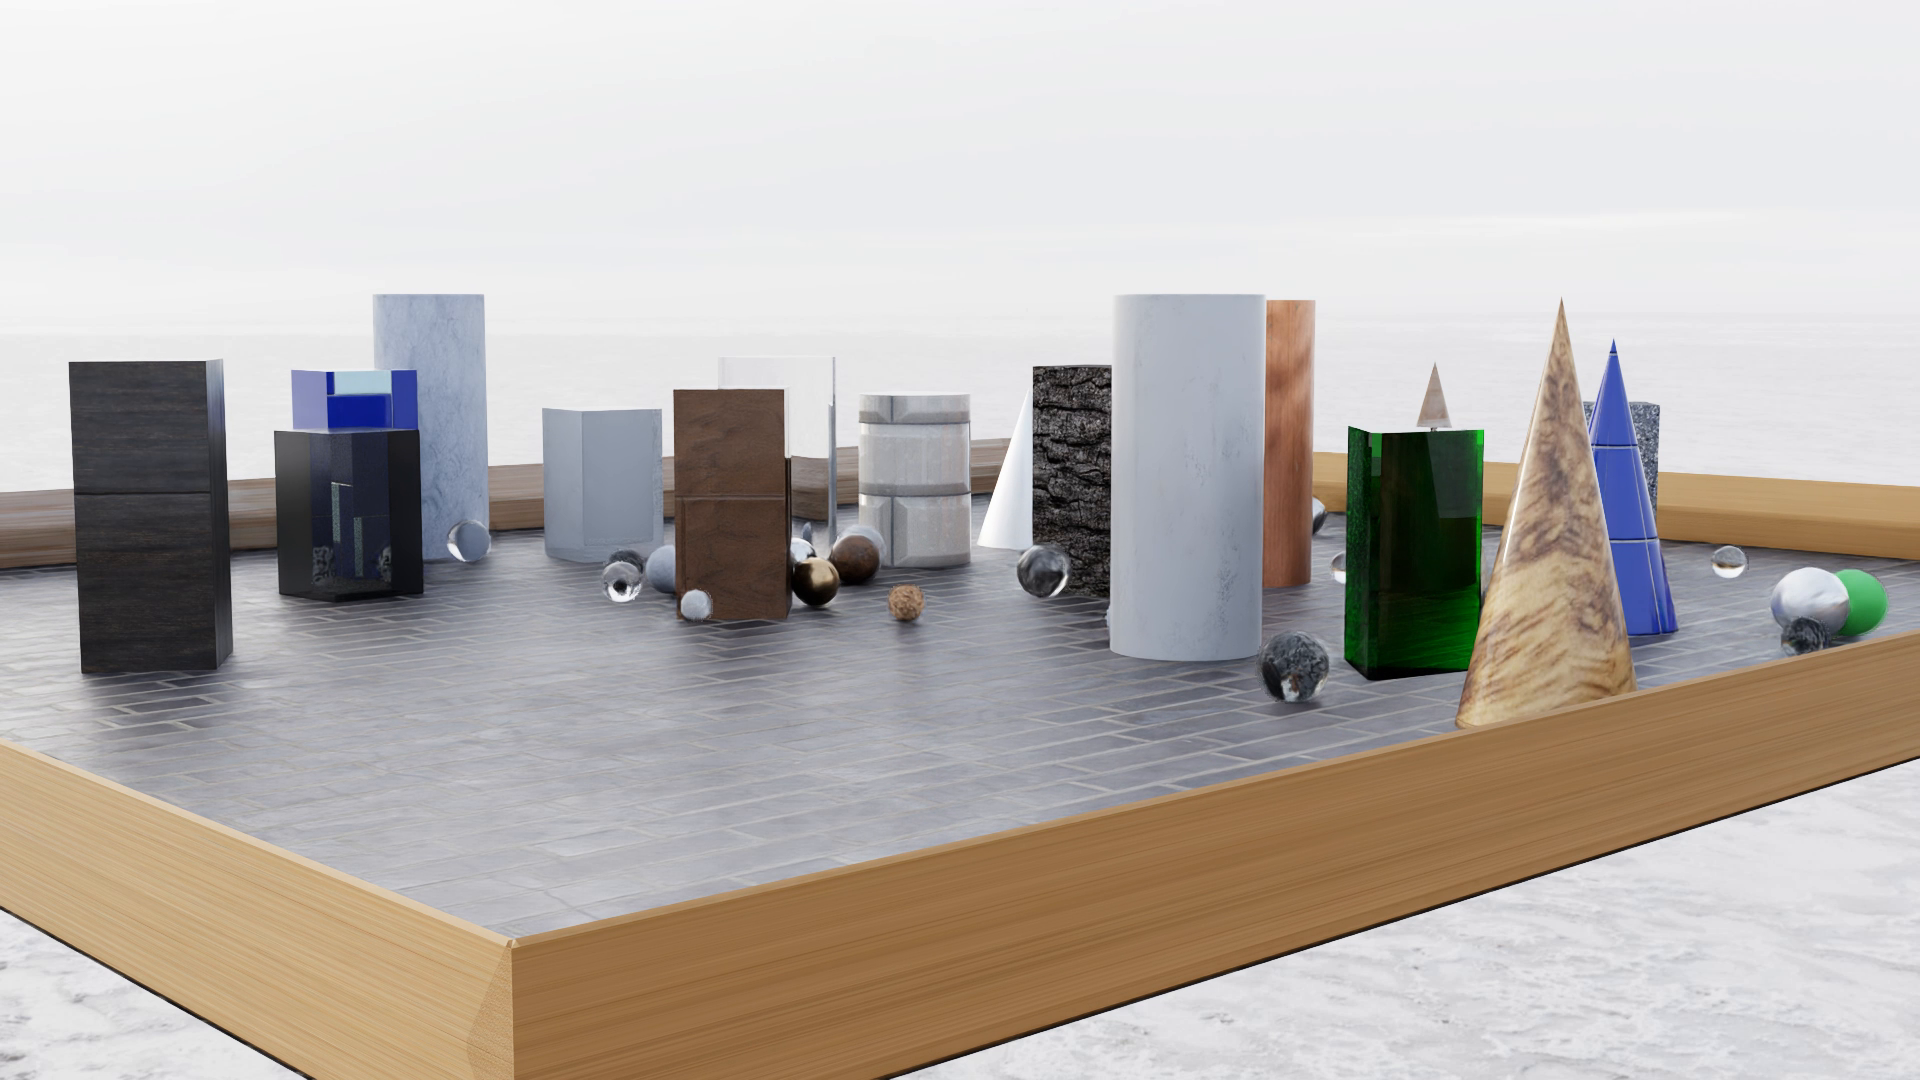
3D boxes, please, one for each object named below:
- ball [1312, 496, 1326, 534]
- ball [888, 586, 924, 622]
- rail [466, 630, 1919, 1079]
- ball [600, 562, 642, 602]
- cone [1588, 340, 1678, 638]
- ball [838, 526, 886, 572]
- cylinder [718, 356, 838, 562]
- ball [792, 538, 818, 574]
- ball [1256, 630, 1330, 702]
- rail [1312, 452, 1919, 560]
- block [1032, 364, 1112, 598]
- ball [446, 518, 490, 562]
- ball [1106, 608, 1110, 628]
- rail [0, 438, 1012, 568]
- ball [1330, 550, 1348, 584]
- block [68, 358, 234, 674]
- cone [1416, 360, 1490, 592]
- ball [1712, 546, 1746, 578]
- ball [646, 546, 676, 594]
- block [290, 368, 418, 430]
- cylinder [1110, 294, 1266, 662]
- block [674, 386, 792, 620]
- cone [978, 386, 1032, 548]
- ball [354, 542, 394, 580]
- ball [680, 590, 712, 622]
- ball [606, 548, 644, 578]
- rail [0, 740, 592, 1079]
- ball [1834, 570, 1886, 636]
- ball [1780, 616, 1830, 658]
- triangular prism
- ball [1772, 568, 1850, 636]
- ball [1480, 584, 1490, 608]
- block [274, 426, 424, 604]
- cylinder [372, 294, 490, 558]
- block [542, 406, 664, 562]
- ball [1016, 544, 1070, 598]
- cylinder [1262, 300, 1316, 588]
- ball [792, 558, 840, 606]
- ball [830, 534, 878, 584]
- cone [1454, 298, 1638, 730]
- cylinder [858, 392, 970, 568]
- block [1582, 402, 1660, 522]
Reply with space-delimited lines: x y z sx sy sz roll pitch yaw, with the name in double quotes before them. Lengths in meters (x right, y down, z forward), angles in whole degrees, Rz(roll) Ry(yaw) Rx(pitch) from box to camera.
"ball" 0.695 -0.050 4.401 0.076 0.076 0.076 0 6 0
"ball" -0.077 0.091 3.169 0.052 0.052 0.052 0 6 0
"rail" 0.998 0.146 2.256 3.368 0.130 0.045 -5 8 -42
"ball" -0.520 0.064 3.375 0.062 0.062 0.062 0 6 0
"cone" 0.913 -0.081 3.092 0.200 0.409 0.200 0 6 0
"ball" -0.167 0.019 3.691 0.087 0.087 0.087 0 6 0
"cylinder" -0.309 -0.127 3.733 0.200 0.368 0.200 0 6 0
"ball" -0.271 0.034 3.618 0.073 0.073 0.073 0 6 0
"ball" 0.380 0.144 2.509 0.082 0.082 0.082 0 6 0
"rail" 1.220 -0.083 4.452 0.045 0.130 2.990 -5 8 -42
"block" 0.226 -0.099 3.513 0.160 0.358 0.160 4 7 36
"ball" -0.877 0.000 3.923 0.077 0.077 0.077 0 6 0
"ball" 0.225 0.107 3.040 0.047 0.047 0.047 0 6 0
"rail" -0.998 -0.078 4.407 3.368 0.130 0.045 -5 8 -42
"ball" 0.633 0.045 3.591 0.055 0.055 0.055 0 6 0
"block" -1.021 -0.036 2.785 0.160 0.384 0.160 -1 6 -11
"cone" 0.764 -0.107 3.556 0.200 0.366 0.200 0 6 0
"ball" 1.283 0.037 3.669 0.055 0.055 0.055 0 6 0
"ball" -0.456 0.048 3.465 0.077 0.077 0.077 0 6 0
"block" -1.040 -0.121 3.789 0.160 0.344 0.160 -5 7 -37
"cylinder" 0.298 -0.087 2.882 0.200 0.466 0.200 0 6 0
"block" -0.334 -0.059 3.253 0.160 0.333 0.160 0 6 -1
"cone" 0.132 -0.143 4.213 0.200 0.302 0.200 0 6 0
"ball" -0.973 0.035 3.648 0.064 0.064 0.064 0 6 0
"ball" -0.380 0.095 3.165 0.045 0.045 0.045 0 6 0
"ball" -0.542 0.045 3.557 0.062 0.062 0.062 0 6 0
"rail" -1.220 0.150 2.212 0.045 0.130 2.990 -5 8 -42
"ball" 1.228 0.086 3.031 0.091 0.091 0.091 0 6 0
"ball" 1.076 0.127 2.799 0.057 0.057 0.057 0 6 0
"triangular prism" 0.535 0.010 2.749 0.173 0.300 0.150 -3 7 -30
"ball" 1.149 0.087 2.971 0.100 0.100 0.100 0 6 0
"ball" 0.769 0.088 3.085 0.074 0.074 0.074 0 6 0
"block" -0.962 -0.044 3.461 0.160 0.259 0.160 5 8 42
"cylinder" -0.970 -0.213 4.041 0.200 0.475 0.200 0 6 0
"block" -0.649 -0.105 3.998 0.160 0.269 0.160 -4 7 -36
"ball" 0.130 0.048 3.427 0.084 0.084 0.084 0 6 0
"cylinder" 0.482 -0.163 3.629 0.200 0.462 0.200 0 6 0
"ball" -0.219 0.063 3.329 0.073 0.073 0.073 0 6 0
"ball" -0.174 0.031 3.608 0.081 0.081 0.081 0 6 0
"cone" 0.633 -0.029 2.337 0.200 0.462 0.200 0 6 0
"cylinder" -0.080 -0.111 3.910 0.200 0.300 0.200 0 6 0
"block" 1.106 -0.092 3.791 0.160 0.287 0.160 1 6 8
